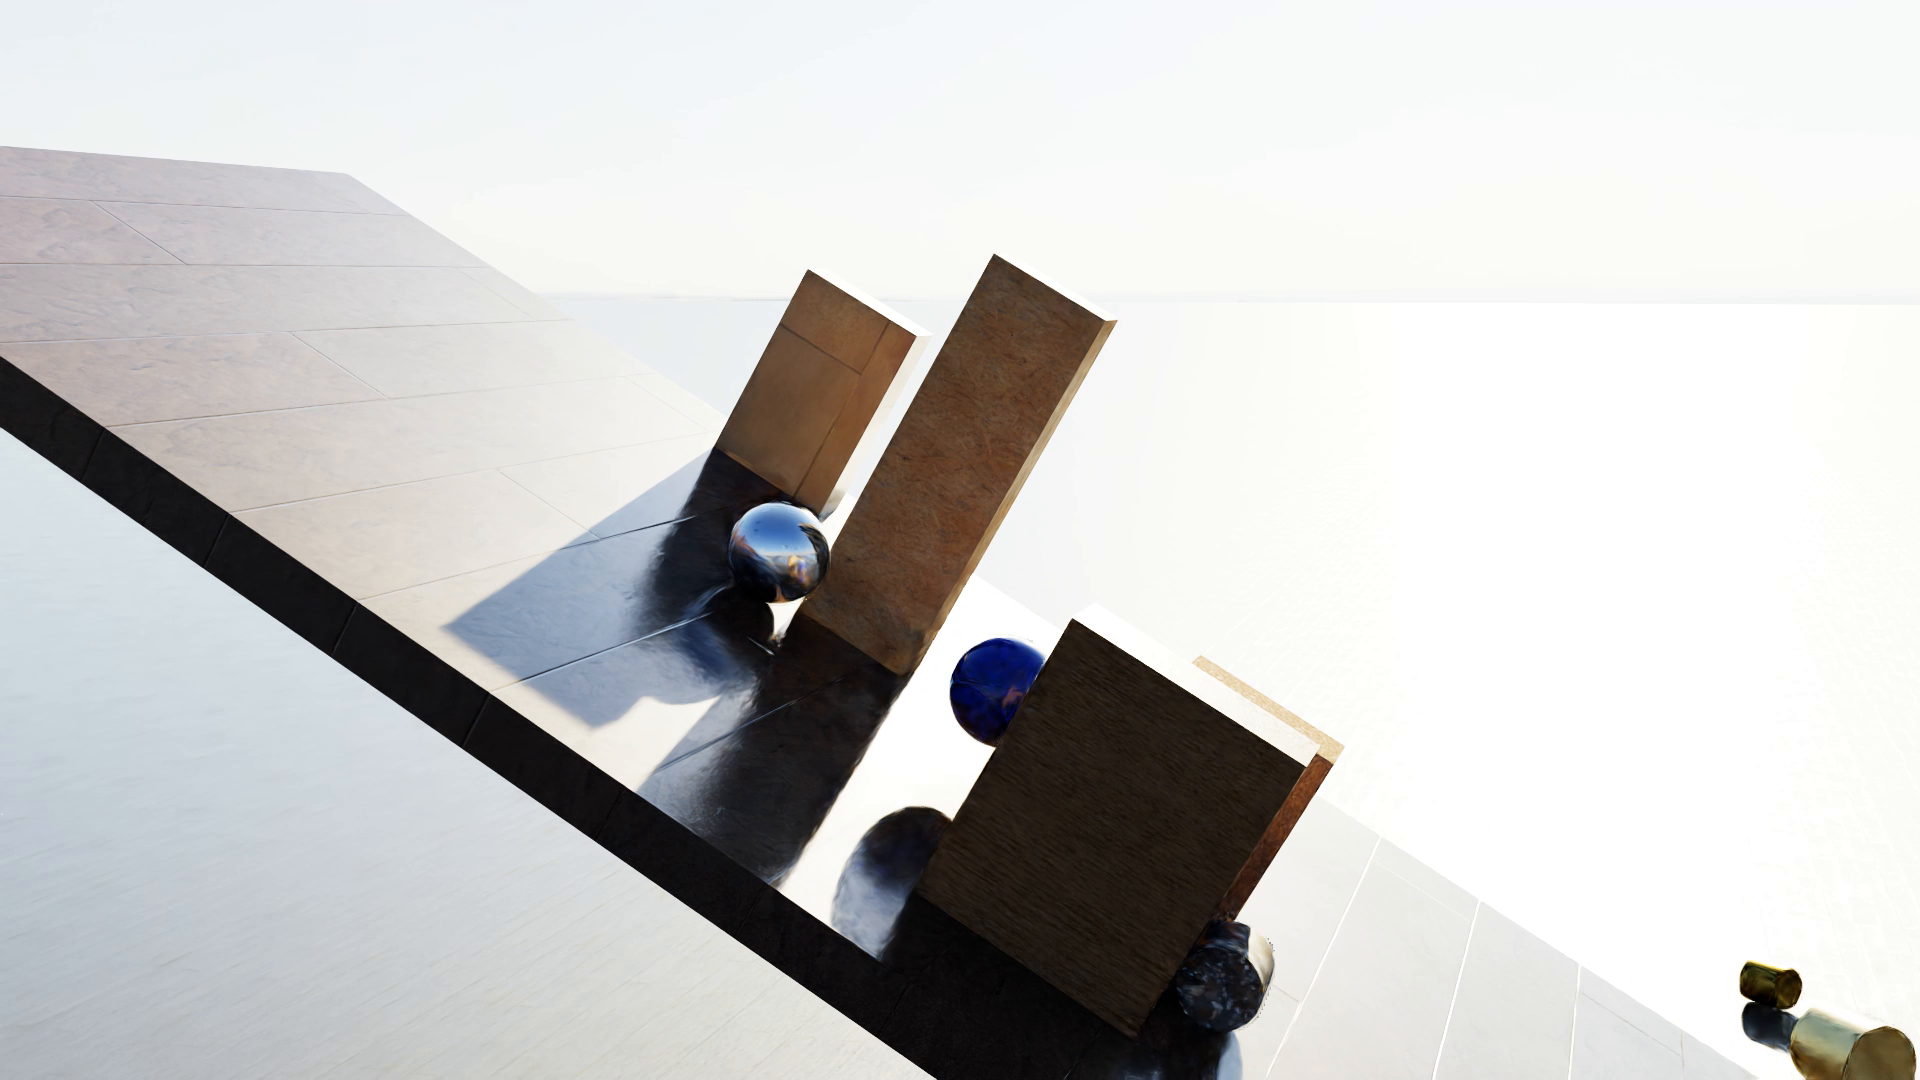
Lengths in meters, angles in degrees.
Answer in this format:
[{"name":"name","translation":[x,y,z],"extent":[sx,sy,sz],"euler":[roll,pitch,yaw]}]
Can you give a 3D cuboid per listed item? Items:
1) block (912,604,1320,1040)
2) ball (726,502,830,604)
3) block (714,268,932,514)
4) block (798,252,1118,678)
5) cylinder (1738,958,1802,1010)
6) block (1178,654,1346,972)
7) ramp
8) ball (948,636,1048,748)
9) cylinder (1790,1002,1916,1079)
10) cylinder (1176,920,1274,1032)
[{"name":"block","translation":[0.233,0.421,3.325],"extent":[0.402,0.499,0.147],"euler":[33,15,11]},{"name":"ball","translation":[-0.344,0.024,4.167],"extent":[0.195,0.195,0.195],"euler":[0,7,0]},{"name":"block","translation":[-0.307,-0.333,4.912],"extent":[0.293,0.460,0.111],"euler":[33,15,11]},{"name":"block","translation":[-0.009,-0.140,4.174],"extent":[0.246,0.787,0.105],"euler":[33,15,11]},{"name":"cylinder","translation":[2.051,1.124,5.568],"extent":[0.109,0.109,0.109],"euler":[-4,6,-31]},{"name":"block","translation":[0.392,0.457,3.625],"extent":[0.281,0.439,0.141],"euler":[33,15,11]},{"name":"ramp","translation":[-0.183,0.302,4.127],"extent":[4.000,0.100,2.000],"euler":[33,15,11]},{"name":"ball","translation":[0.078,0.268,3.876],"extent":[0.199,0.199,0.199],"euler":[0,7,0]},{"name":"cylinder","translation":[2.003,1.156,4.935],"extent":[0.189,0.189,0.189],"euler":[-2,5,-16]},{"name":"cylinder","translation":[0.423,0.692,3.497],"extent":[0.137,0.137,0.137],"euler":[2,8,15]}]
